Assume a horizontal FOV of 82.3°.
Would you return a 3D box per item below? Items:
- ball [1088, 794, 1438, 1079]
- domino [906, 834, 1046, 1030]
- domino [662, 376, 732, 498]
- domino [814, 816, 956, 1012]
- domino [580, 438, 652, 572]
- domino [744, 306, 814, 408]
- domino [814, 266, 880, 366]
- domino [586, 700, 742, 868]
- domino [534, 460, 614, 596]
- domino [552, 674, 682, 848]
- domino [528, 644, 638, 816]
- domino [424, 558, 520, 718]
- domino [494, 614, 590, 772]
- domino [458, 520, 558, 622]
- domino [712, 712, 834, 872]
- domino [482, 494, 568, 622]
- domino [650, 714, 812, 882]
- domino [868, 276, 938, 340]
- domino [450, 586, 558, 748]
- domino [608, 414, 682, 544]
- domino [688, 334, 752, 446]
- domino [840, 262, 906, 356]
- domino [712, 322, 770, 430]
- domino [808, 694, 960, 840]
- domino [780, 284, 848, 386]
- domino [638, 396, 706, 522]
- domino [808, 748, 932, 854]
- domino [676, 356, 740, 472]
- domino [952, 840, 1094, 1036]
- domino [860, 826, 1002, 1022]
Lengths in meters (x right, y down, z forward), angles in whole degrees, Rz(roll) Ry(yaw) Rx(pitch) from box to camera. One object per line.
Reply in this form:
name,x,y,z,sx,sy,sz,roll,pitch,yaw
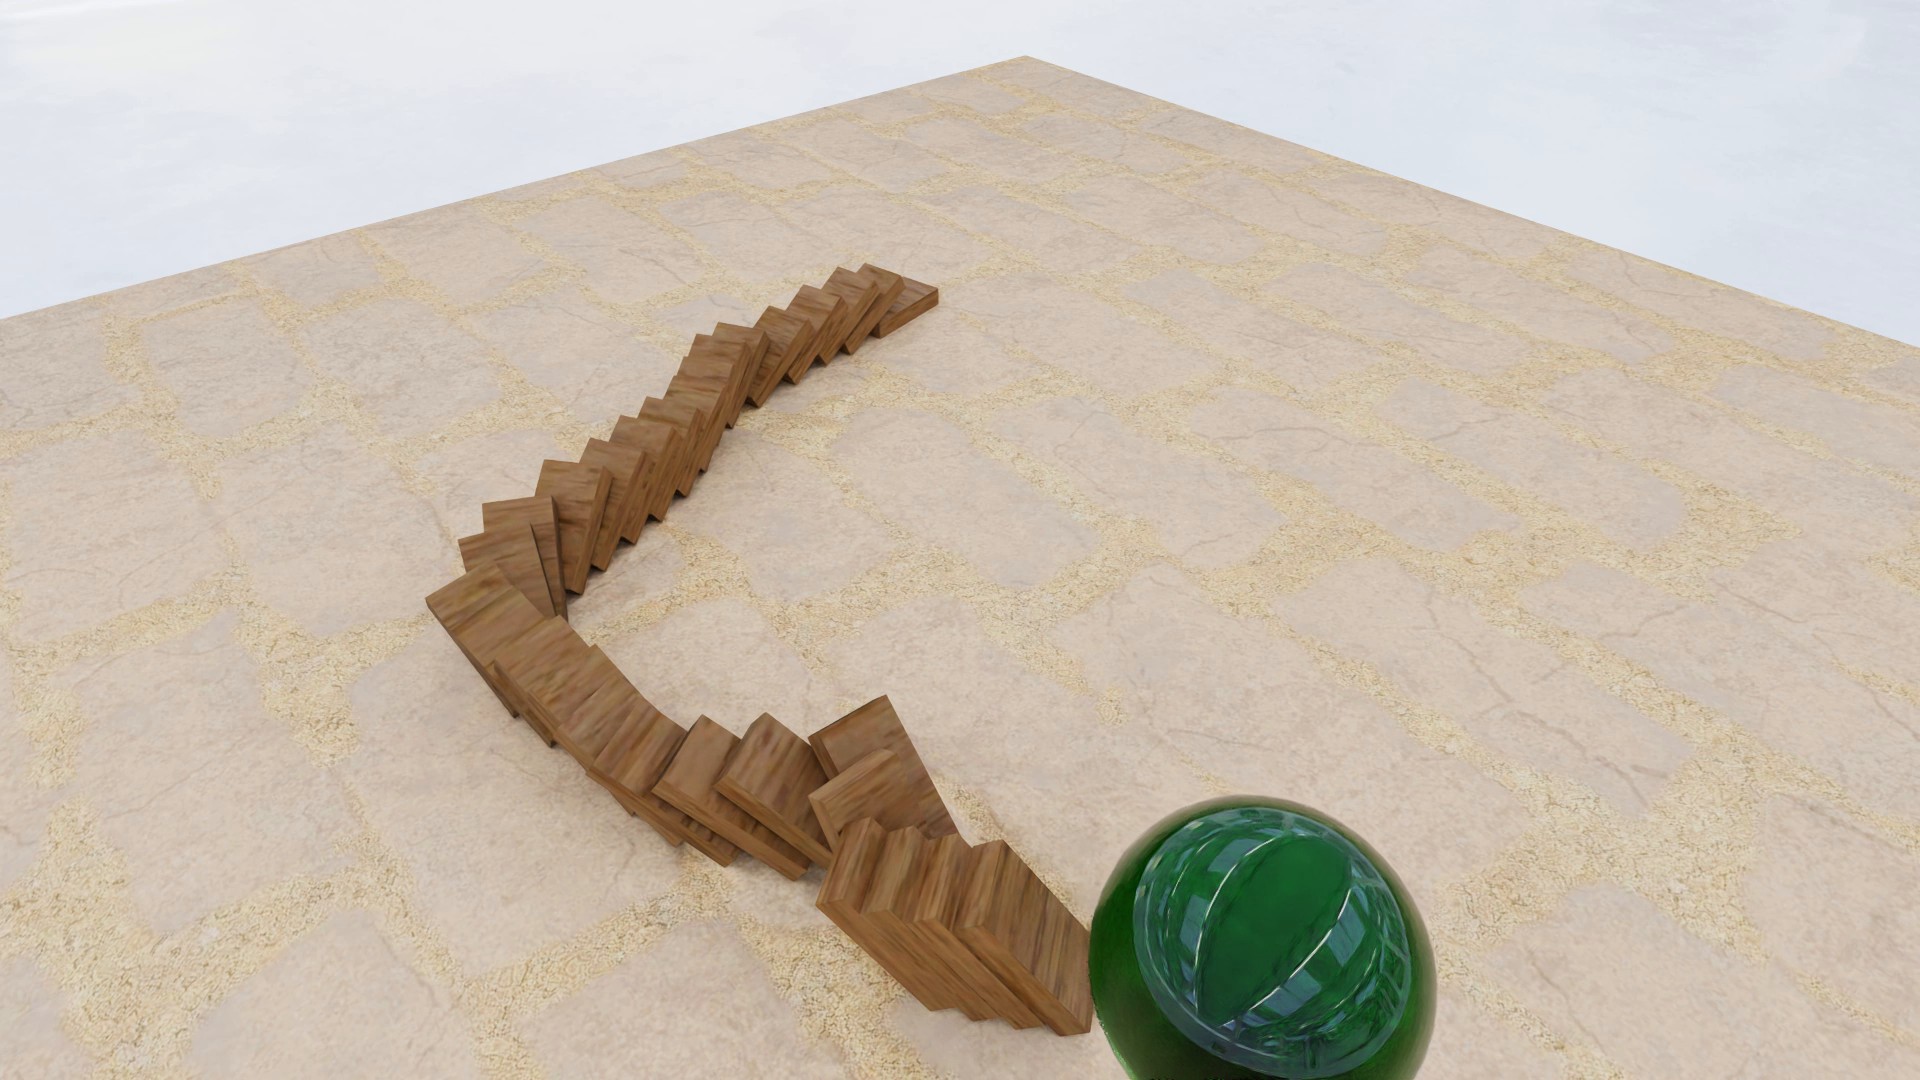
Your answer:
ball,0.071,0.102,0.263,0.080,0.080,0.080,0,39,0
domino,0.007,0.103,0.289,0.010,0.050,0.025,-23,29,30
domino,-0.122,-0.045,0.479,0.025,0.010,0.050,15,73,16
domino,-0.016,0.100,0.293,0.009,0.050,0.025,-23,29,30
domino,-0.145,-0.015,0.441,0.025,0.010,0.050,14,74,16
domino,-0.095,-0.090,0.537,0.025,0.010,0.050,22,70,25
domino,-0.065,-0.115,0.564,0.025,0.010,0.050,25,74,28
domino,-0.084,0.073,0.332,0.050,0.010,0.025,37,48,-9
domino,-0.154,-0.005,0.428,0.025,0.009,0.050,7,75,10
domino,-0.097,0.068,0.340,0.050,0.010,0.025,43,48,-3
domino,-0.111,0.060,0.351,0.050,0.010,0.025,47,52,5
domino,-0.158,0.034,0.381,0.025,0.009,0.050,-37,83,-29
domino,-0.126,0.051,0.361,0.050,0.009,0.025,46,54,4
domino,-0.161,0.021,0.397,0.025,0.010,0.050,-17,76,-16
domino,-0.046,0.077,0.327,0.050,0.010,0.025,40,41,-11
domino,-0.163,0.009,0.411,0.025,0.009,0.050,-9,74,-10
domino,-0.063,0.077,0.329,0.050,0.010,0.025,36,42,-10
domino,-0.037,-0.127,0.598,0.025,0.010,0.050,26,46,28
domino,-0.144,0.042,0.371,0.050,0.010,0.025,46,59,4
domino,-0.137,-0.025,0.454,0.025,0.009,0.050,14,73,16
domino,-0.117,-0.070,0.507,0.025,0.010,0.050,11,72,14
domino,-0.054,-0.122,0.577,0.025,0.010,0.050,25,69,28
domino,-0.111,-0.078,0.522,0.025,0.010,0.050,13,68,15
domino,-0.022,0.074,0.328,0.025,0.009,0.050,-26,87,-33
domino,-0.080,-0.103,0.551,0.025,0.009,0.050,22,72,27
domino,-0.129,-0.035,0.466,0.025,0.010,0.050,14,73,16
domino,-0.021,0.087,0.307,0.025,0.050,0.009,-30,18,-31
domino,-0.119,-0.057,0.493,0.025,0.009,0.050,11,72,14
domino,0.019,0.104,0.287,0.009,0.050,0.025,-23,29,30
domino,-0.004,0.102,0.290,0.010,0.050,0.025,-23,29,30
